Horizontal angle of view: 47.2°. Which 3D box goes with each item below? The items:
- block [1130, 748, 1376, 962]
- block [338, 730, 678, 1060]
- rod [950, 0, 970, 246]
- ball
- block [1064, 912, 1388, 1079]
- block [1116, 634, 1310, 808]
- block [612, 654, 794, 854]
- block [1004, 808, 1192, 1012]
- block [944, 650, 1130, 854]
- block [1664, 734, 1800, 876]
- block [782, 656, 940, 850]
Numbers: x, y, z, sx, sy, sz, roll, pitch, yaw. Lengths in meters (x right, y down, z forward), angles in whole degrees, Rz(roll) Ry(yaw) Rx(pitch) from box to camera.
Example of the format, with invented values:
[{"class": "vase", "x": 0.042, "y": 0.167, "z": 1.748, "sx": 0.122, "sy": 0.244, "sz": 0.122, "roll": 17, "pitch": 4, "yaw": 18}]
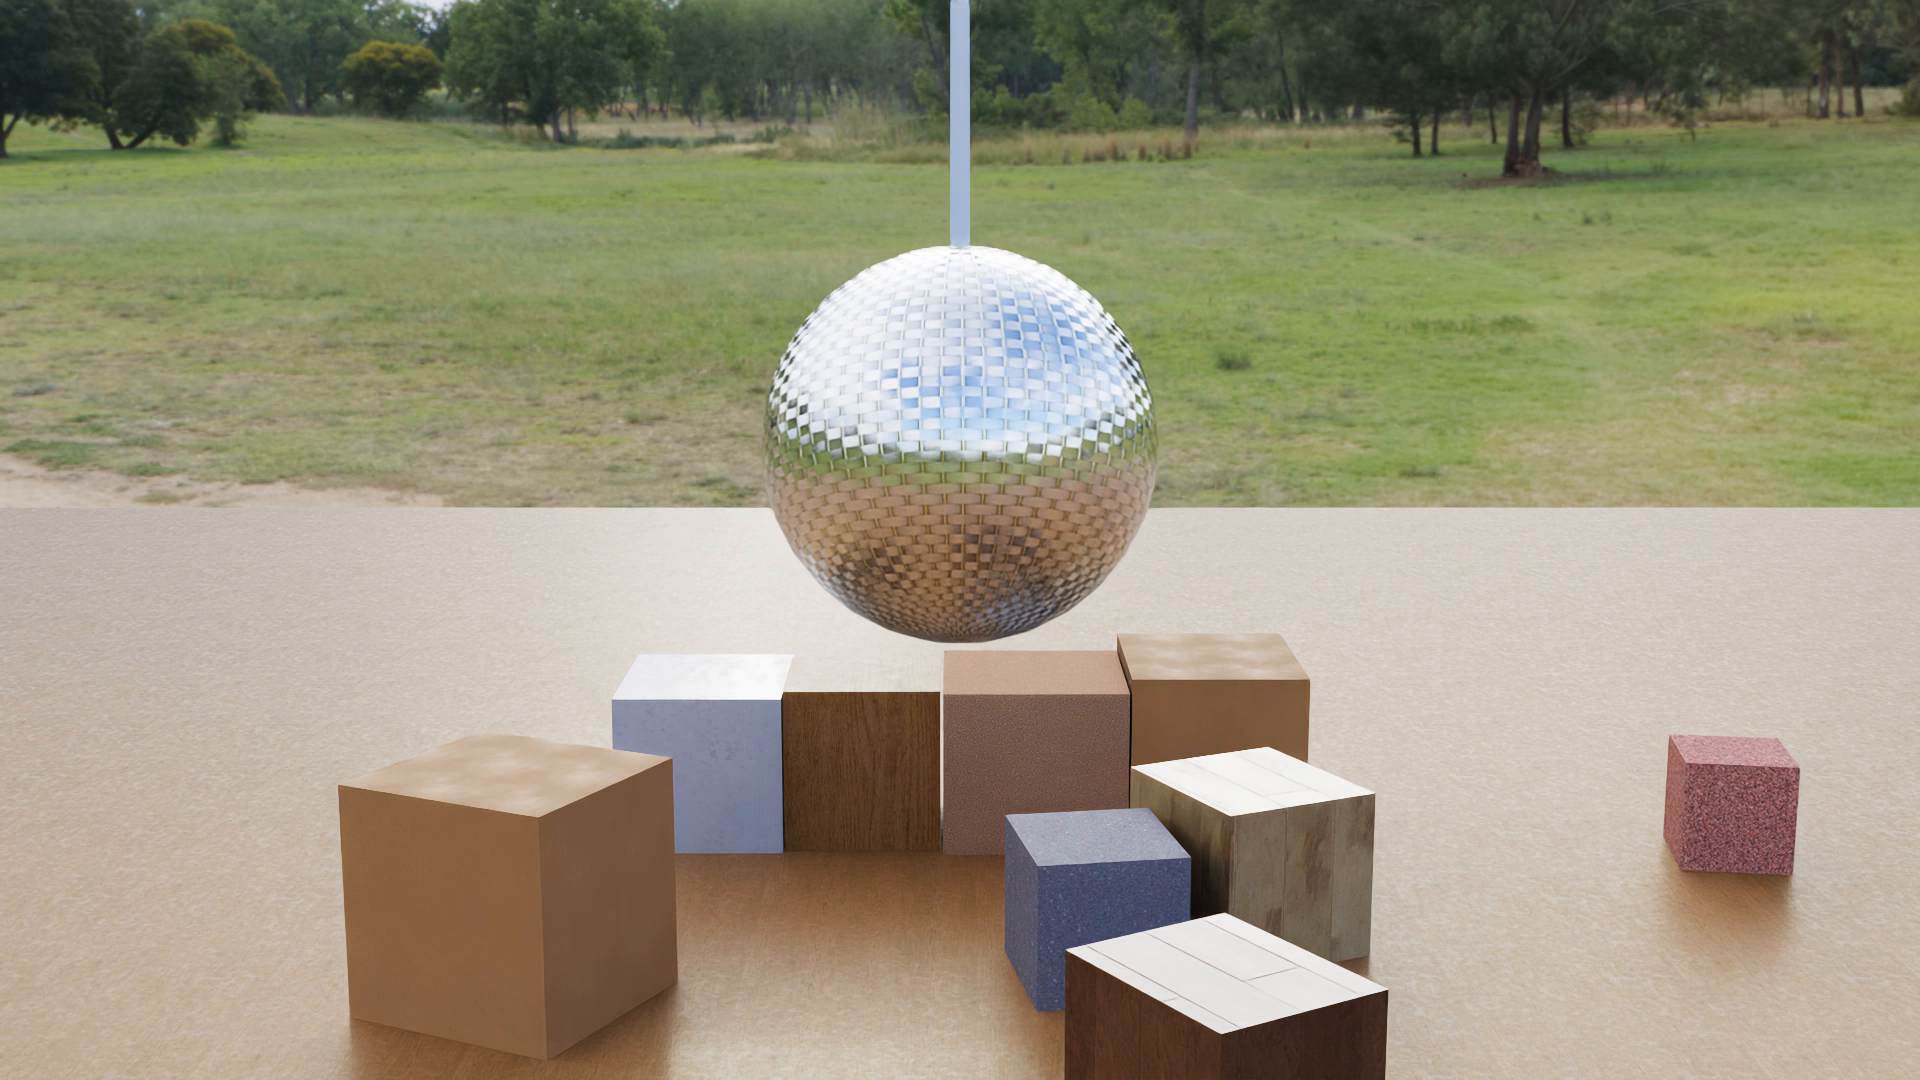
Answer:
[{"class": "block", "x": 1.277, "y": 1.415, "z": 9.732, "sx": 0.740, "sy": 0.734, "sz": 0.816, "roll": -5, "pitch": 11, "yaw": -26}, {"class": "block", "x": -1.834, "y": 1.419, "z": 9.024, "sx": 0.980, "sy": 0.978, "sz": 0.912, "roll": 5, "pitch": 11, "yaw": 26}, {"class": "rod", "x": 0.000, "y": -3.718, "z": 9.535, "sx": 0.080, "sy": 5.200, "sz": 0.080, "roll": 0, "pitch": -11, "yaw": 0}, {"class": "ball", "x": 0.000, "y": -0.383, "z": 8.874, "sx": 1.600, "sy": 1.600, "sz": 1.600, "roll": 0, "pitch": 10, "yaw": 0}, {"class": "block", "x": 0.881, "y": 1.815, "z": 7.427, "sx": 0.694, "sy": 0.771, "sz": 0.851, "roll": -6, "pitch": 12, "yaw": -31}, {"class": "block", "x": 1.282, "y": 1.033, "z": 11.380, "sx": 0.874, "sy": 0.895, "sz": 1.025, "roll": 0, "pitch": 10, "yaw": 0}, {"class": "block", "x": -1.301, "y": 1.088, "z": 11.369, "sx": 0.834, "sy": 0.792, "sz": 0.960, "roll": 0, "pitch": 10, "yaw": 0}, {"class": "block", "x": 0.570, "y": 1.549, "z": 9.311, "sx": 0.639, "sy": 0.620, "sz": 0.693, "roll": -2, "pitch": 10, "yaw": -10}, {"class": "block", "x": 0.375, "y": 1.078, "z": 11.338, "sx": 0.919, "sy": 0.823, "sz": 0.943, "roll": 0, "pitch": 10, "yaw": 0}, {"class": "block", "x": 3.813, "y": 1.303, "z": 10.895, "sx": 0.527, "sy": 0.539, "sz": 0.535, "roll": 2, "pitch": 10, "yaw": 9}, {"class": "block", "x": -0.491, "y": 1.085, "z": 11.316, "sx": 0.779, "sy": 0.816, "sz": 0.740, "roll": 0, "pitch": 10, "yaw": 0}]
